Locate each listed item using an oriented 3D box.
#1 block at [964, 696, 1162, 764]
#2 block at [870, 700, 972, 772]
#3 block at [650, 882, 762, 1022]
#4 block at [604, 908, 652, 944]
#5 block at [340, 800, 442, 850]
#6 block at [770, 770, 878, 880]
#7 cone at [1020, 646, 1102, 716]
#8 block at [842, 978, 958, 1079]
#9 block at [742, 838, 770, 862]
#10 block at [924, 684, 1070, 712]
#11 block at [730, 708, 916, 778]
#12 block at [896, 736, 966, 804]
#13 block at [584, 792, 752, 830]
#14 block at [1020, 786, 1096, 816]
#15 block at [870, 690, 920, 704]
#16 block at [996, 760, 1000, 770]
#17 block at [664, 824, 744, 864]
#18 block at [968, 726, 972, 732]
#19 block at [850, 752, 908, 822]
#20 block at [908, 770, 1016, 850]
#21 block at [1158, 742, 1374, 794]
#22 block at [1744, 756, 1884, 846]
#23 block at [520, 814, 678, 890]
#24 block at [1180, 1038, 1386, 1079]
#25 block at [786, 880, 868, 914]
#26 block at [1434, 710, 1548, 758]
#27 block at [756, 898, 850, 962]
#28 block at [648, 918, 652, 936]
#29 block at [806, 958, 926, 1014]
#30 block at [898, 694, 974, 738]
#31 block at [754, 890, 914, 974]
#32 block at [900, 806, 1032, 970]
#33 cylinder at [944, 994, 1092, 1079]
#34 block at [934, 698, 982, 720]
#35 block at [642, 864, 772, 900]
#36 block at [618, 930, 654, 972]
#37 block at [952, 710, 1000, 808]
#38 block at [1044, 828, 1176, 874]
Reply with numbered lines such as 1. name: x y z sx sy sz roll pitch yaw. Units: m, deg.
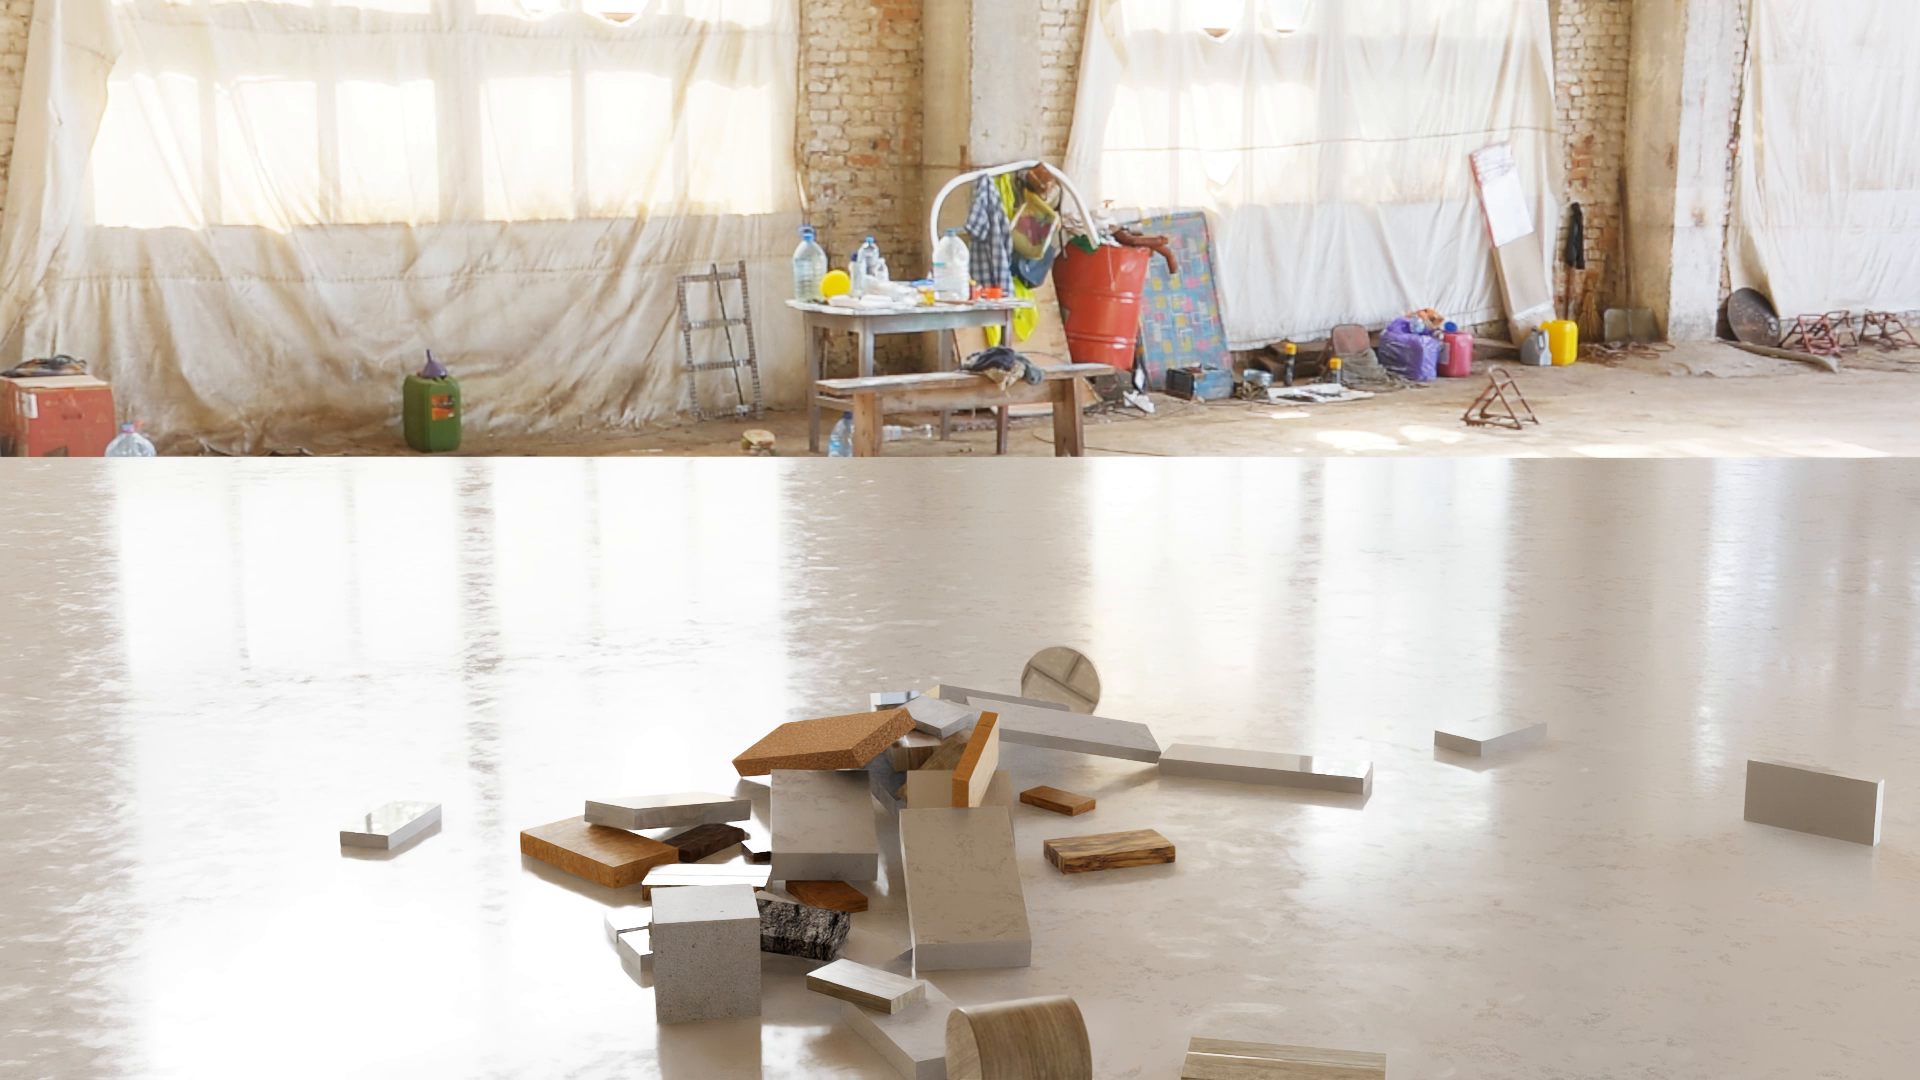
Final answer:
1. block: 0.204 0.380 4.388 0.400 0.029 0.103 10 26 -20
2. block: -0.069 0.363 4.113 0.154 0.044 0.309 -3 11 -9
3. block: -0.371 0.600 3.208 0.149 0.149 0.149 -2 11 -10
4. block: -0.483 0.609 3.508 0.154 0.022 0.077 -5 11 -24
5. block: -1.032 0.516 3.994 0.097 0.028 0.194 3 11 15
6. block: -0.240 0.492 3.826 0.177 0.050 0.354 1 17 -6
7. cone: 0.197 0.340 4.795 0.178 0.178 0.178 -3 -16 -14
8. block: -0.055 0.684 3.062 0.130 0.037 0.261 -5 12 -25
9. block: -0.311 0.542 3.876 0.131 0.019 0.066 -4 11 -23
10. block: 0.063 0.352 4.490 0.290 0.041 0.145 11 -21 -21
11. block: -0.264 0.384 4.143 0.137 0.039 0.507 -35 11 -30
12. block: -0.036 0.423 3.909 0.075 0.021 0.149 36 57 16
13. block: -0.524 0.487 3.962 0.137 0.039 0.275 2 0 42
14. block: 0.184 0.492 4.147 0.131 0.019 0.066 10 14 42
15. block: -0.125 0.303 4.225 0.075 0.021 0.149 -3 -4 -10
16. block: -0.001 0.473 3.964 0.154 0.044 0.309 -2 25 -2
17. block: -0.460 0.536 3.901 0.077 0.022 0.154 6 12 31
18. block: -0.003 0.421 4.285 0.145 0.041 0.290 1 24 3
19. block: -0.116 0.423 4.178 0.154 0.044 0.309 -13 27 -23
20. block: 0.002 0.508 3.668 0.177 0.050 0.354 0 30 -2
21. block: 0.602 0.449 4.336 0.405 0.033 0.117 4 11 19
22. block: 1.546 0.472 3.987 0.233 0.117 0.033 9 14 39
23. block: -0.630 0.540 3.829 0.275 0.039 0.137 10 15 44
24. block: 0.429 0.712 2.910 0.261 0.037 0.131 2 11 12
25. block: -0.221 0.585 3.636 0.077 0.022 0.154 -6 12 -29
26. block: 1.107 0.403 4.585 0.233 0.033 0.117 -9 14 -41
27. block: -0.279 0.588 3.340 0.203 0.029 0.102 6 20 12
28. block: -0.435 0.589 3.466 0.078 0.022 0.156 -1 8 6
29. block: -0.135 0.638 3.147 0.156 0.022 0.078 8 13 37
30. block: -0.051 0.327 4.073 0.075 0.021 0.149 -24 24 -33
31. block: -0.223 0.610 3.385 0.295 0.029 0.102 15 17 31
32. block: 0.004 0.546 3.485 0.177 0.050 0.354 -1 28 -5
33. cylinder: 0.074 0.669 2.837 0.148 0.148 0.148 -4 11 -19
34. block: -0.028 0.324 4.150 0.131 0.019 0.066 9 15 44
35. block: -0.421 0.574 3.678 0.203 0.029 0.102 0 11 3
36. block: -0.420 0.624 3.411 0.194 0.028 0.097 -6 12 -27
37. block: 0.027 0.390 3.721 0.029 0.103 0.206 8 30 12
38. block: 0.260 0.543 3.841 0.206 0.029 0.103 -3 11 -18
